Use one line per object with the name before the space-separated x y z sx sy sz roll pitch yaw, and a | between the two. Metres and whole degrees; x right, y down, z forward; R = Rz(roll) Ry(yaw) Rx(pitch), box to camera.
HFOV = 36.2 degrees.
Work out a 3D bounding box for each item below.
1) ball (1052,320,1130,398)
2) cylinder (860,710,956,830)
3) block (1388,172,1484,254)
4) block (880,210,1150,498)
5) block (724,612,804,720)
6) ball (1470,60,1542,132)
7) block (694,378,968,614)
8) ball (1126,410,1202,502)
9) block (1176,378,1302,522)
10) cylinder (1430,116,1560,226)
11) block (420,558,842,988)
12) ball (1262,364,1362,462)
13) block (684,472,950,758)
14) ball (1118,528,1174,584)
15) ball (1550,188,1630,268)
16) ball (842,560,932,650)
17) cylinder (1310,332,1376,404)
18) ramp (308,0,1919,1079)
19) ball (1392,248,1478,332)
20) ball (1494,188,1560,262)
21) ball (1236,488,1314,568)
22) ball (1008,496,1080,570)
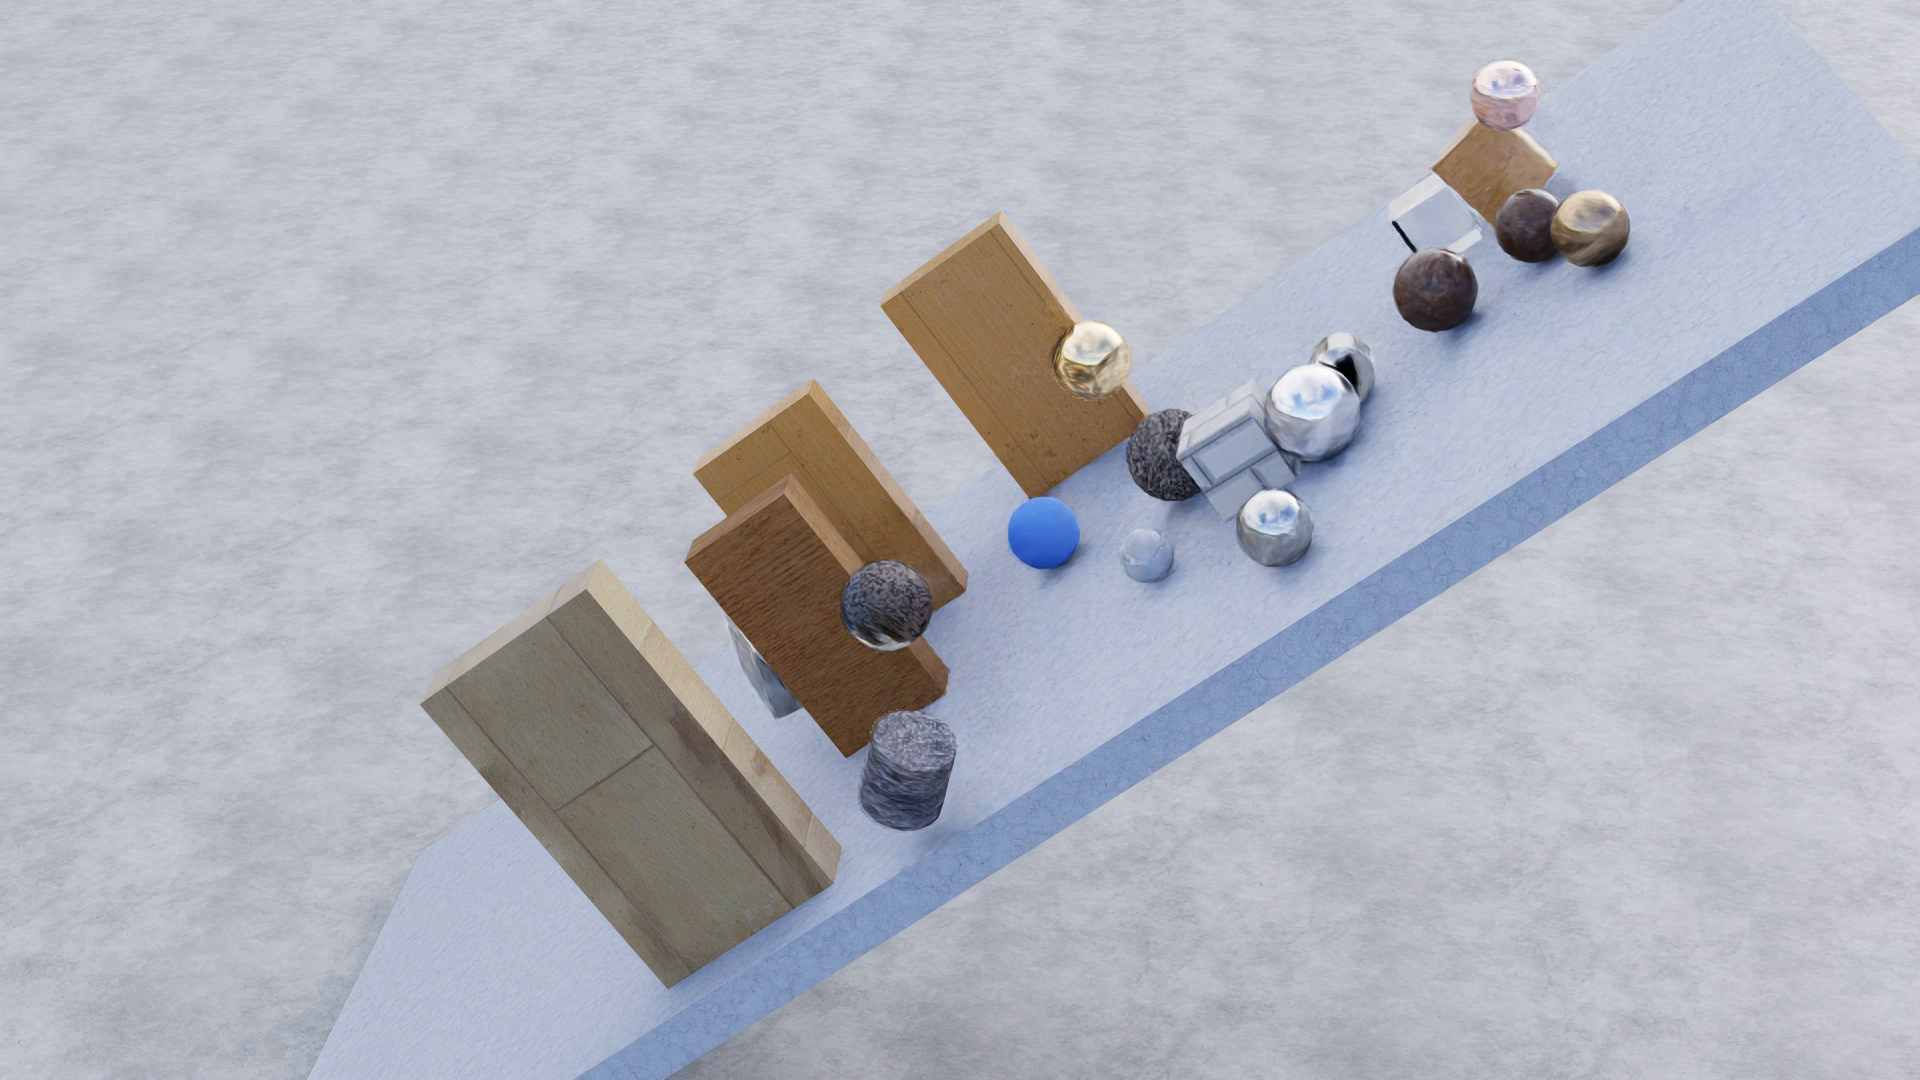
ball | 0.293 -0.401 6.544 0.173 0.173 0.173 0 22 0
cylinder | -0.096 0.427 5.440 0.156 0.156 0.156 8 40 -7
block | 1.021 -0.687 6.323 0.140 0.140 0.140 -33 16 17
block | 0.130 -0.418 6.733 0.335 0.581 0.105 -34 16 16
block | -0.369 0.222 6.376 0.200 0.200 0.200 -24 39 -13
ball | 1.105 -0.901 5.963 0.144 0.144 0.144 0 22 0
block | -0.286 -0.035 6.589 0.327 0.575 0.103 -34 16 16
ball | 0.439 -0.175 6.082 0.190 0.190 0.190 0 22 0
block | 0.559 -0.179 5.857 0.172 0.172 0.172 -32 17 23
cylinder | 1.127 -0.791 6.204 0.191 0.191 0.191 42 27 -3
block | -0.622 0.454 5.630 0.410 0.747 0.147 -34 16 16
ball | 0.686 -0.249 5.735 0.190 0.190 0.190 0 22 0
block | -0.293 0.160 6.108 0.261 0.545 0.118 -34 16 16
ball | 0.368 0.031 5.807 0.109 0.109 0.109 0 22 0
ball | 1.207 -0.597 5.633 0.150 0.150 0.150 0 22 0
ball | -0.148 0.131 5.936 0.185 0.185 0.185 0 22 0
cylinder | 0.768 -0.341 5.910 0.127 0.127 0.127 2 17 5
ramp | 0.131 0.178 6.318 4.000 0.100 2.000 -34 16 16
ball | 0.952 -0.501 5.896 0.169 0.169 0.169 0 22 0
ball | 1.141 -0.628 5.871 0.147 0.147 0.147 0 22 0
ball | 0.579 -0.022 5.418 0.145 0.145 0.145 0 22 0
ball | 0.179 -0.015 6.280 0.155 0.155 0.155 0 22 0
